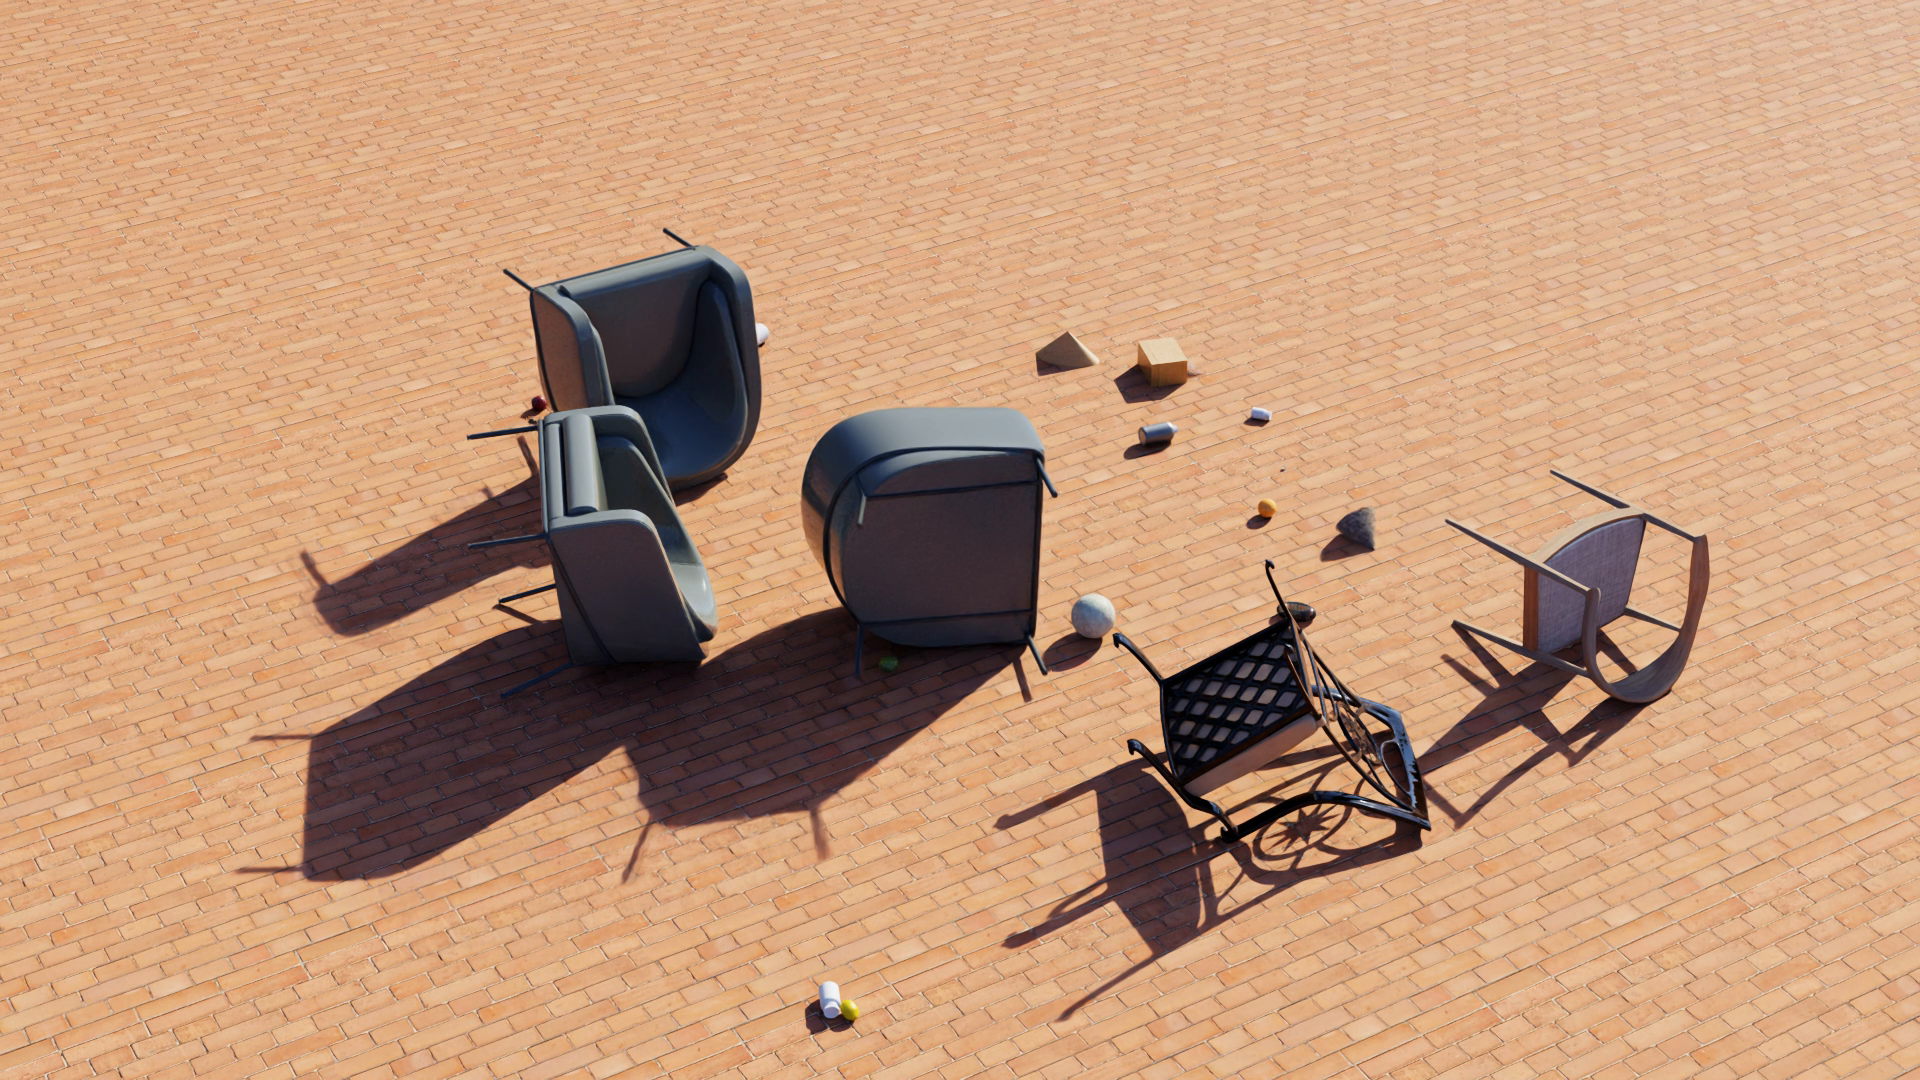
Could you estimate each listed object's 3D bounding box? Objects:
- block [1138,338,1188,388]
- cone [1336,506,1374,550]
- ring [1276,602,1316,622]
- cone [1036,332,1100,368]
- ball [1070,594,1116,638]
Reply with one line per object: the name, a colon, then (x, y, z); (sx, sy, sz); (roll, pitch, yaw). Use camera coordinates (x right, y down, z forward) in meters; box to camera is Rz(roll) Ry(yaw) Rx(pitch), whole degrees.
block: (0.825, -0.725, 11.948); (0.151, 0.106, 0.196); (-8, 34, -11)
cone: (1.509, -0.021, 10.916); (0.159, 0.147, 0.151); (-19, 64, -16)
ring: (1.206, 0.257, 10.513); (0.145, 0.046, 0.083); (9, 33, 12)
cone: (0.442, -0.805, 12.051); (0.273, 0.126, 0.151); (10, 35, 14)
ball: (0.472, 0.270, 10.391); (0.159, 0.159, 0.159); (0, 33, 0)
